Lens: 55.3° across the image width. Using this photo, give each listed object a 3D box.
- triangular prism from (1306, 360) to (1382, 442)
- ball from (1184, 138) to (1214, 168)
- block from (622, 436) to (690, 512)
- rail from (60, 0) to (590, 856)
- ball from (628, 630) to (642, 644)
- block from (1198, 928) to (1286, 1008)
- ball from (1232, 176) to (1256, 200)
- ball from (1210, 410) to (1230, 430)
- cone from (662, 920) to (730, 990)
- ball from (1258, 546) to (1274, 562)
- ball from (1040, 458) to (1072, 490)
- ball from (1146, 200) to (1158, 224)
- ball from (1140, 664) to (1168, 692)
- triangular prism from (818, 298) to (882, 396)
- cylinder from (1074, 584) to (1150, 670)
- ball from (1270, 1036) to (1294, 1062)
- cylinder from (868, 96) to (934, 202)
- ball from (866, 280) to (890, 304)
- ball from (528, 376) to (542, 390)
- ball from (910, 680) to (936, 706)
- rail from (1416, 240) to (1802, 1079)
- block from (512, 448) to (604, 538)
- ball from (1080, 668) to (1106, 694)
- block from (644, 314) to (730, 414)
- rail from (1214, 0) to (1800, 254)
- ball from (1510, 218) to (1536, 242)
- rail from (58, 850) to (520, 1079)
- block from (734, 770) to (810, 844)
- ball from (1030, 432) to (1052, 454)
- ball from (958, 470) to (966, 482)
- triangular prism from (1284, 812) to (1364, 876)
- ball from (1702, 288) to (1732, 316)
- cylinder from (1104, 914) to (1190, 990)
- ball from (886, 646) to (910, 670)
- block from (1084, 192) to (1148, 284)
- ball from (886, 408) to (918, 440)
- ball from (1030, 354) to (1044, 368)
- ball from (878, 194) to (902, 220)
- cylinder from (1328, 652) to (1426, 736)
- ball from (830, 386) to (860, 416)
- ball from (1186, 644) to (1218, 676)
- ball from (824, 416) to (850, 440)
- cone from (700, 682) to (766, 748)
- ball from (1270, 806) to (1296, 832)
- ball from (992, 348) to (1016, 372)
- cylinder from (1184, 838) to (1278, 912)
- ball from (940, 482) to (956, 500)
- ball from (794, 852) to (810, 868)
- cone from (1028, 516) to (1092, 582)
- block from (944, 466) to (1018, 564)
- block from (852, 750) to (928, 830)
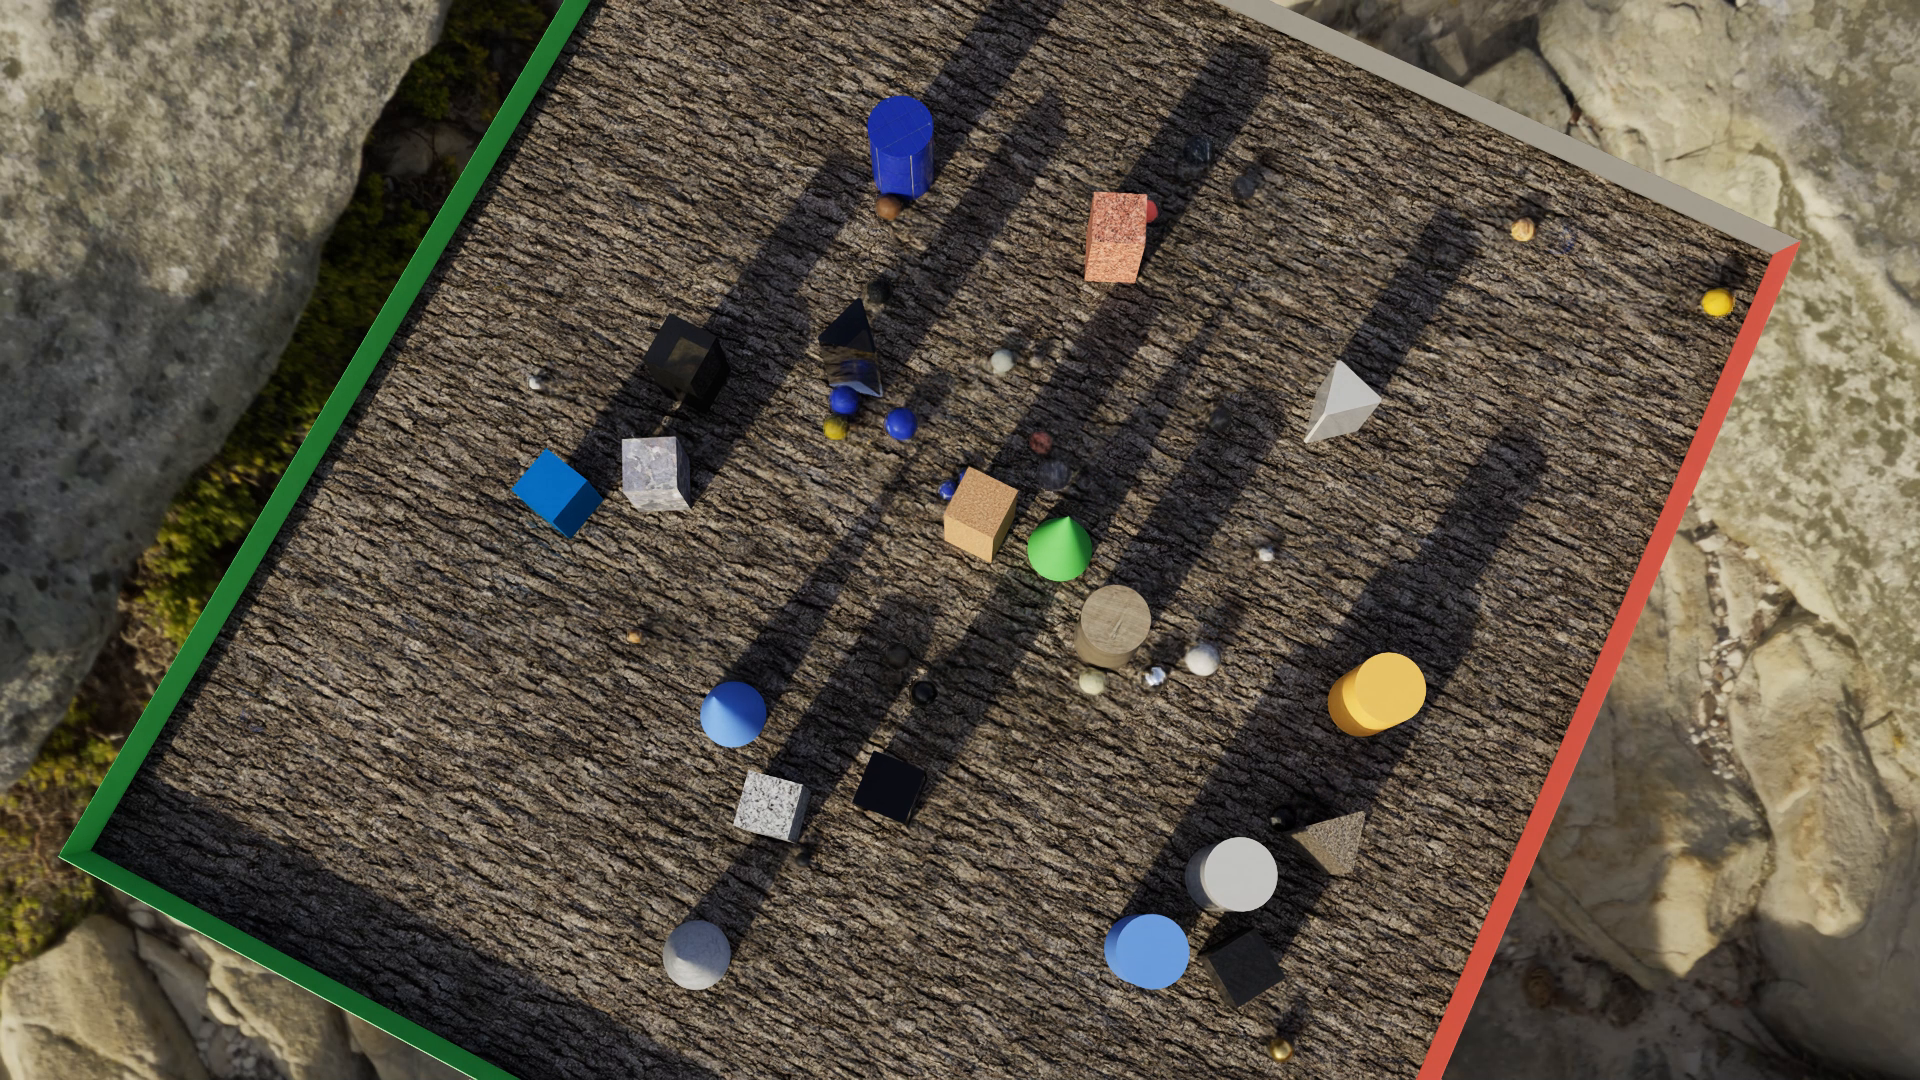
[{"bbox_3d":[1.134,-0.426,5.539,0.172,0.324,0.149,-14,79,-3],"label":"triangular prism"},{"bbox_3d":[0.758,-1.230,5.822,0.096,0.096,0.096,0,78,0],"label":"ball"},{"bbox_3d":[-0.912,-0.196,5.517,0.159,0.275,0.159,-3,78,-1],"label":"block"},{"bbox_3d":[-1.688,-0.820,5.719,0.045,0.129,4.015,26,80,5],"label":"rail"},{"bbox_3d":[-0.979,0.291,5.535,0.043,0.043,0.043,0,78,0],"label":"ball"},{"bbox_3d":[0.801,1.219,5.239,0.159,0.245,0.159,-30,80,-6],"label":"block"},{"bbox_3d":[0.901,-1.114,5.810,0.073,0.073,0.073,0,78,0],"label":"ball"},{"bbox_3d":[0.802,-0.373,5.663,0.061,0.061,0.061,0,78,0],"label":"ball"},{"bbox_3d":[-0.771,1.178,5.186,0.199,0.367,0.199,0,78,0],"label":"cone"},{"bbox_3d":[0.934,0.043,5.584,0.046,0.046,0.046,0,78,0],"label":"ball"},{"bbox_3d":[0.292,-0.200,5.608,0.098,0.098,0.098,0,78,0],"label":"ball"},{"bbox_3d":[0.590,-1.038,5.794,0.074,0.074,0.074,0,78,0],"label":"ball"},{"bbox_3d":[0.581,0.412,5.490,0.081,0.081,0.081,0,78,0],"label":"ball"},{"bbox_3d":[-0.308,-0.584,5.506,0.172,0.453,0.149,14,79,3],"label":"triangular prism"},{"bbox_3d":[0.443,0.261,5.379,0.199,0.360,0.199,0,78,0],"label":"cylinder"},{"bbox_3d":[0.925,1.467,5.278,0.068,0.068,0.068,0,78,0],"label":"ball"},{"bbox_3d":[-0.180,-1.211,5.690,0.199,0.348,0.199,0,78,0],"label":"cylinder"},{"bbox_3d":[-0.254,-0.776,5.739,0.075,0.075,0.075,0,78,0],"label":"ball"},{"bbox_3d":[-1.319,-0.488,5.696,0.042,0.042,0.042,0,78,0],"label":"ball"},{"bbox_3d":[-0.108,0.457,5.482,0.078,0.078,0.078,0,78,0],"label":"ball"},{"bbox_3d":[1.688,0.833,5.377,0.045,0.129,4.015,26,80,5],"label":"rail"},{"bbox_3d":[-1.208,-0.136,5.514,0.159,0.255,0.159,37,81,7],"label":"block"},{"bbox_3d":[0.398,0.421,5.487,0.082,0.082,0.082,0,78,0],"label":"ball"},{"bbox_3d":[-0.823,-0.530,5.551,0.159,0.344,0.159,27,80,5],"label":"block"},{"bbox_3d":[0.887,-1.731,5.908,3.822,0.129,0.045,26,80,5],"label":"rail"},{"bbox_3d":[1.778,-0.979,5.780,0.077,0.077,0.077,0,78,0],"label":"ball"},{"bbox_3d":[-0.887,1.744,5.189,3.822,0.129,0.045,26,80,5],"label":"rail"},{"bbox_3d":[-0.541,0.776,5.306,0.159,0.294,0.159,14,79,3],"label":"block"},{"bbox_3d":[0.251,-0.298,5.644,0.067,0.067,0.067,0,78,0],"label":"ball"},{"bbox_3d":[0.019,-0.195,5.633,0.046,0.046,0.046,0,78,0],"label":"ball"},{"bbox_3d":[1.073,0.843,5.262,0.149,0.353,0.172,-44,82,-8],"label":"triangular prism"},{"bbox_3d":[2.366,-0.743,5.725,0.089,0.089,0.089,0,78,0],"label":"ball"},{"bbox_3d":[0.522,1.156,5.164,0.199,0.417,0.199,0,78,0],"label":"cylinder"},{"bbox_3d":[-0.185,0.353,5.507,0.072,0.072,0.072,0,78,0],"label":"ball"},{"bbox_3d":[0.476,-0.926,5.635,0.159,0.340,0.159,3,78,1],"label":"block"},{"bbox_3d":[-0.179,-0.356,5.639,0.099,0.099,0.099,0,78,0],"label":"ball"},{"bbox_3d":[0.238,-0.557,5.709,0.045,0.045,0.045,0,78,0],"label":"ball"},{"bbox_3d":[-0.222,-1.053,5.794,0.080,0.080,0.080,0,78,0],"label":"ball"},{"bbox_3d":[1.206,0.454,5.323,0.199,0.391,0.199,0,78,0],"label":"cylinder"},{"bbox_3d":[-0.353,-0.430,5.659,0.091,0.091,0.091,0,78,0],"label":"ball"},{"bbox_3d":[0.726,0.358,5.492,0.099,0.099,0.099,0,78,0],"label":"ball"},{"bbox_3d":[-0.379,-0.346,5.649,0.076,0.076,0.076,0,78,0],"label":"ball"},{"bbox_3d":[-0.681,0.478,5.291,0.199,0.444,0.199,0,78,0],"label":"cone"},{"bbox_3d":[0.954,0.822,5.408,0.076,0.076,0.076,0,78,0],"label":"ball"},{"bbox_3d":[0.134,-0.558,5.694,0.076,0.076,0.076,0,78,0],"label":"ball"},{"bbox_3d":[0.763,0.952,5.193,0.199,0.444,0.199,0,78,0],"label":"cylinder"},{"bbox_3d":[-0.035,-0.151,5.620,0.055,0.055,0.055,0,78,0],"label":"ball"},{"bbox_3d":[-0.466,0.942,5.399,0.044,0.044,0.044,0,78,0],"label":"ball"},{"bbox_3d":[0.306,-0.019,5.381,0.199,0.469,0.199,0,78,0],"label":"cone"},{"bbox_3d":[0.060,-0.071,5.443,0.159,0.370,0.159,26,80,5],"label":"block"},{"bbox_3d":[-0.200,0.726,5.311,0.159,0.304,0.159,22,79,4],"label":"block"}]
